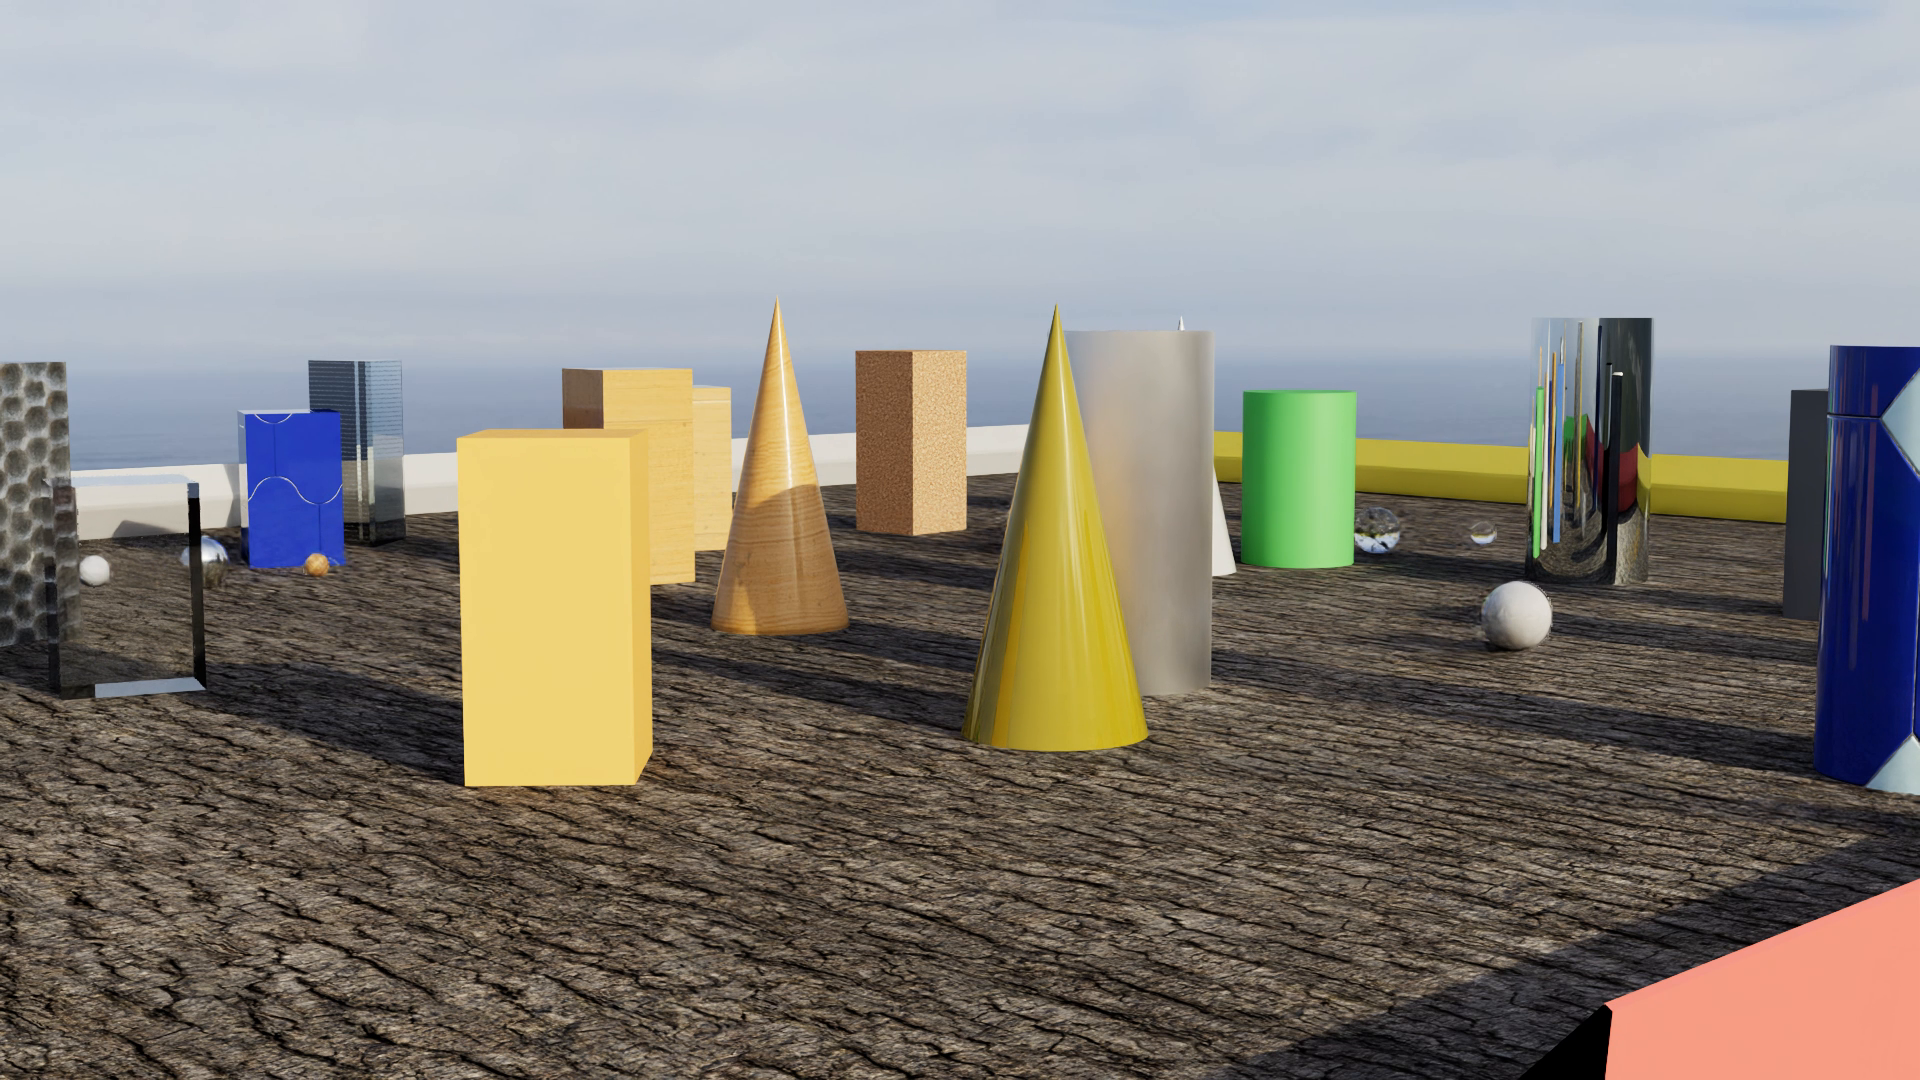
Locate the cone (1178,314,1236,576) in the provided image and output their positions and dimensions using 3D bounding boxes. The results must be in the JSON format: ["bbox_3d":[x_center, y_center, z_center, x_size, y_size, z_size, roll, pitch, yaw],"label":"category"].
[{"bbox_3d":[0.377,-0.167,3.767,0.199,0.439,0.199,0,6,0],"label":"cone"}]

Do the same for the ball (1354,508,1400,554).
[{"bbox_3d":[0.765,-0.017,4.036,0.086,0.086,0.086,0,6,0],"label":"ball"}]

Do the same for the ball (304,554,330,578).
[{"bbox_3d":[-1.078,0.042,3.687,0.040,0.040,0.040,0,6,0],"label":"ball"}]

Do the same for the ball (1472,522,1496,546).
[{"bbox_3d":[0.997,-0.013,4.193,0.045,0.045,0.045,0,6,0],"label":"ball"}]

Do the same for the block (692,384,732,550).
[{"bbox_3d":[-0.533,-0.137,4.146,0.159,0.303,0.159,-3,7,-26],"label":"block"}]

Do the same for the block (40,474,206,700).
[{"bbox_3d":[-0.996,0.051,2.615,0.159,0.245,0.159,-3,7,-27],"label":"block"}]

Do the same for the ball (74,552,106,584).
[{"bbox_3d":[-1.427,0.045,3.606,0.052,0.052,0.052,0,6,0],"label":"ball"}]

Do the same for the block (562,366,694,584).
[{"bbox_3d":[-0.548,-0.108,3.632,0.159,0.350,0.159,-4,7,-34],"label":"block"}]

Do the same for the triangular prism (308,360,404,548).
[{"bbox_3d":[-1.136,-0.172,4.246,0.172,0.350,0.149,4,7,35],"label":"triangular prism"}]

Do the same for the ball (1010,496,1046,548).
[{"bbox_3d":[0.143,-0.035,4.149,0.098,0.098,0.098,0,6,0],"label":"ball"}]

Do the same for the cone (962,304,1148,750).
[{"bbox_3d":[0.100,-0.022,2.307,0.199,0.454,0.199,0,6,0],"label":"cone"}]

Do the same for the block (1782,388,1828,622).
[{"bbox_3d":[1.309,-0.051,3.176,0.159,0.331,0.159,-5,8,-41],"label":"block"}]

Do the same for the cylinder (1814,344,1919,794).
[{"bbox_3d":[0.928,0.021,2.098,0.199,0.412,0.199,0,6,0],"label":"cylinder"}]

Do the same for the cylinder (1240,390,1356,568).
[{"bbox_3d":[0.600,-0.112,3.900,0.199,0.303,0.199,0,6,0],"label":"cylinder"}]

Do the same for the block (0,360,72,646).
[{"bbox_3d":[-1.328,-0.053,2.989,0.159,0.375,0.159,2,6,20],"label":"block"}]

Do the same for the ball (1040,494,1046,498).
[{"bbox_3d":[0.175,-0.046,4.286,0.092,0.092,0.092,0,6,0],"label":"ball"}]

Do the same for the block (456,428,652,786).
[{"bbox_3d":[-0.389,0.060,2.132,0.159,0.327,0.159,0,6,-2],"label":"block"}]

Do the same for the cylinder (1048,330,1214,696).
[{"bbox_3d":[0.202,-0.039,2.629,0.199,0.421,0.199,0,6,0],"label":"cylinder"}]

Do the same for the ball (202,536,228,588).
[{"bbox_3d":[-1.219,0.036,3.530,0.086,0.086,0.086,0,6,0],"label":"ball"}]

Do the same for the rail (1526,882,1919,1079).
[{"bbox_3d":[1.286,0.178,1.946,4.319,0.129,0.045,-5,8,-42],"label":"rail"}]

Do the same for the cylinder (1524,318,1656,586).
[{"bbox_3d":[1.047,-0.152,3.655,0.199,0.433,0.199,0,6,0],"label":"cylinder"}]

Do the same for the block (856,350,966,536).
[{"bbox_3d":[-0.099,-0.202,4.470,0.159,0.364,0.159,5,8,42],"label":"block"}]

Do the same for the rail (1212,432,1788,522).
[{"bbox_3d":[1.570,-0.117,4.772,0.045,0.129,3.839,-5,8,-42],"label":"rail"}]

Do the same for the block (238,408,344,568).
[{"bbox_3d":[-1.188,-0.094,3.903,0.159,0.267,0.159,-2,6,-23],"label":"block"}]

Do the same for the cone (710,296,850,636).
[{"bbox_3d":[-0.256,-0.111,3.102,0.199,0.467,0.199,0,6,0],"label":"cone"}]

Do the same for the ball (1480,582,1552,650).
[{"bbox_3d":[0.730,0.100,2.888,0.091,0.091,0.091,0,6,0],"label":"ball"}]

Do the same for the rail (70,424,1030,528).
[{"bbox_3d":[-1.286,-0.111,4.718,4.319,0.129,0.045,-5,8,-42],"label":"rail"}]
